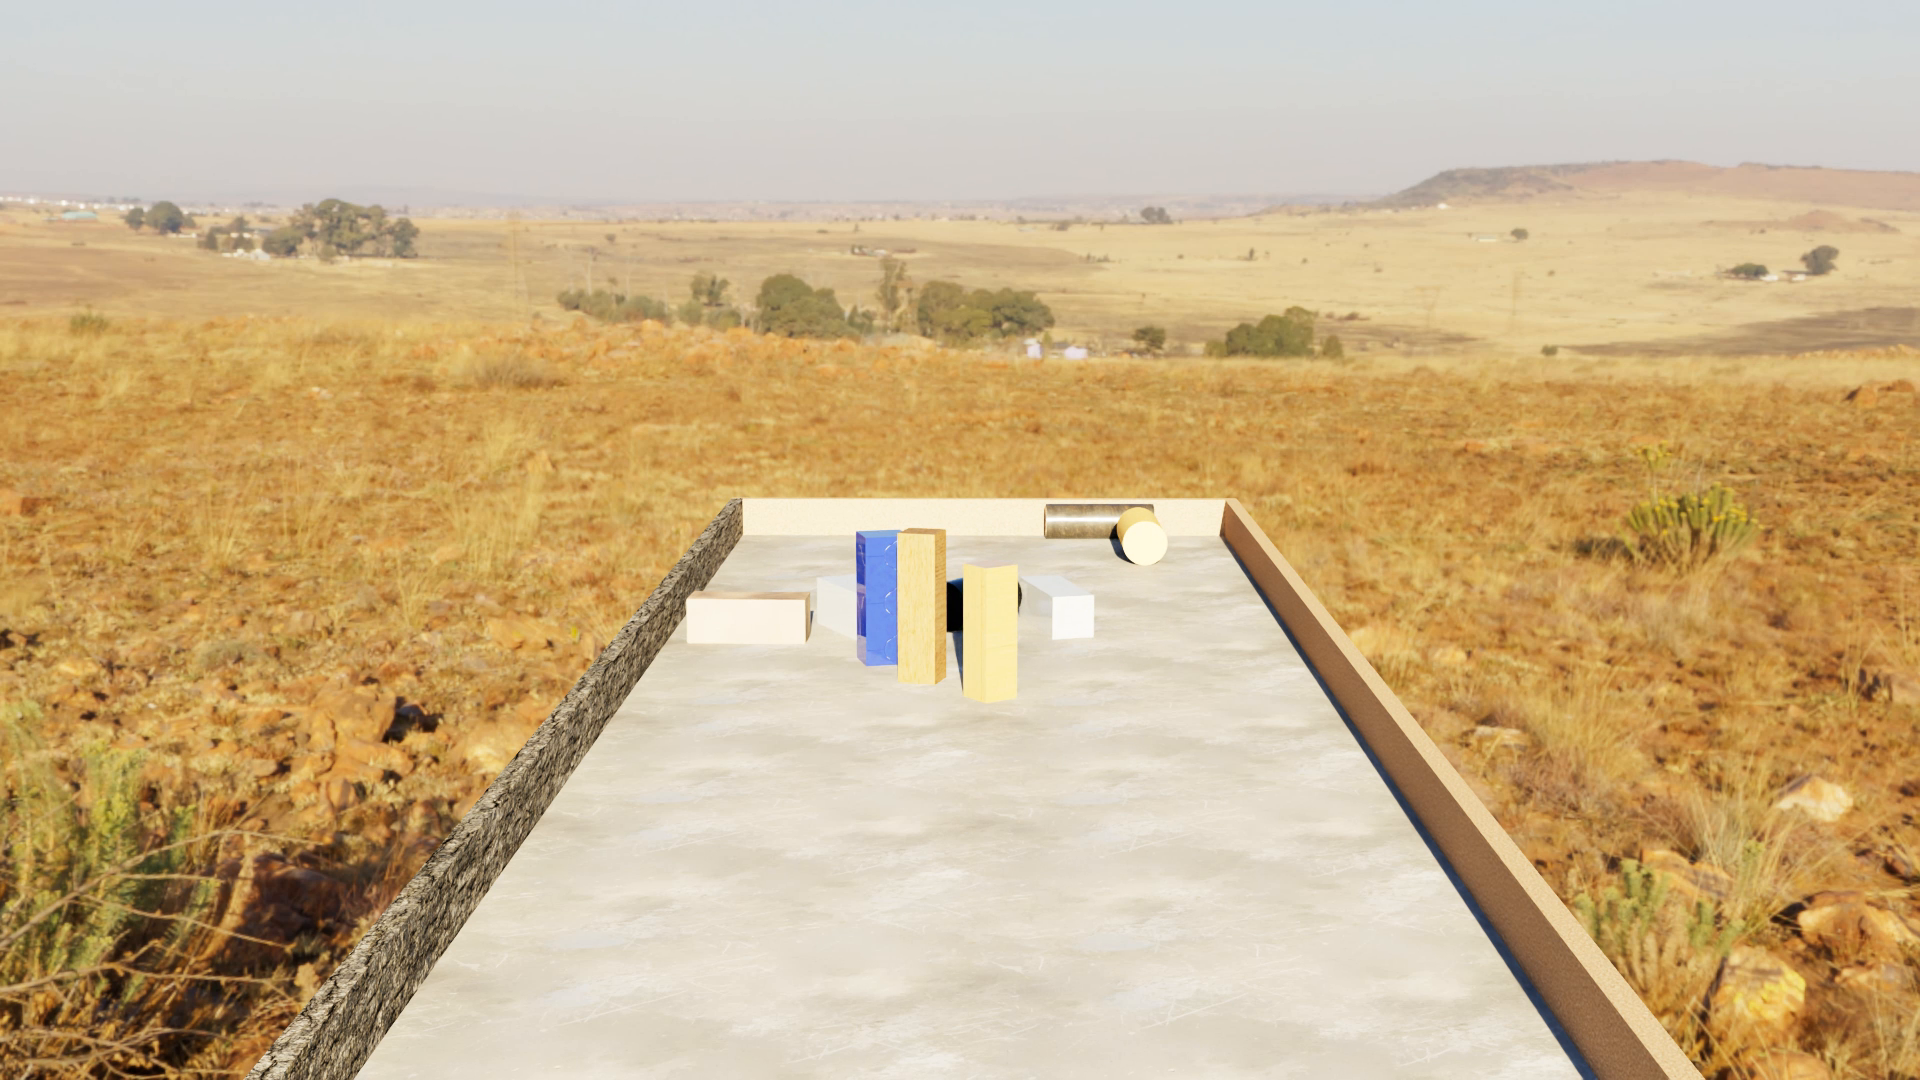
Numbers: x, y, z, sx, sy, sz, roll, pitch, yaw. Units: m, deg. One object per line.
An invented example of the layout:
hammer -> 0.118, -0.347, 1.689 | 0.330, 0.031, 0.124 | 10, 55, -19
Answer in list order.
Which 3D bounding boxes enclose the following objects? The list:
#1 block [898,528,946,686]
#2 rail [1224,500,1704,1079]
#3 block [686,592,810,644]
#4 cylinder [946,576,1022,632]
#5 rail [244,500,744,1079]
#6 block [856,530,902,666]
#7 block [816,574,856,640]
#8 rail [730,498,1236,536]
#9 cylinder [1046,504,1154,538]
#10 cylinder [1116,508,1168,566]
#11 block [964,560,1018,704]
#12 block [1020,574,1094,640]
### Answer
block -> -0.110, 0.192, 6.396 | 0.113, 0.440, 0.113 | 3, 9, 17
rail -> 1.046, 0.843, 3.208 | 0.050, 0.150, 12.000 | 0, 9, 1
block -> -0.671, 0.246, 7.004 | 0.375, 0.141, 0.141 | 0, 9, 3
cylinder -> 0.047, 0.197, 7.236 | 0.166, 0.166, 0.316 | 6, 11, 36
rail -> -1.004, 0.839, 3.234 | 0.050, 0.150, 12.000 | 0, 9, 1
block -> -0.233, 0.174, 6.662 | 0.137, 0.391, 0.137 | -2, 9, -15
block -> -0.301, 0.226, 7.095 | 0.153, 0.153, 0.456 | -4, 10, -26
rail -> 0.099, -0.098, 9.147 | 2.100, 0.150, 0.050 | 0, 9, 1
cylinder -> 0.574, -0.078, 9.043 | 0.442, 0.144, 0.144 | 0, 9, 0
cylinder -> 0.708, -0.017, 8.576 | 0.169, 0.169, 0.376 | 0, 9, 0
block -> 0.085, 0.255, 6.181 | 0.108, 0.381, 0.108 | -6, 11, -35
block -> 0.313, 0.217, 7.205 | 0.136, 0.136, 0.392 | -2, 9, -14
